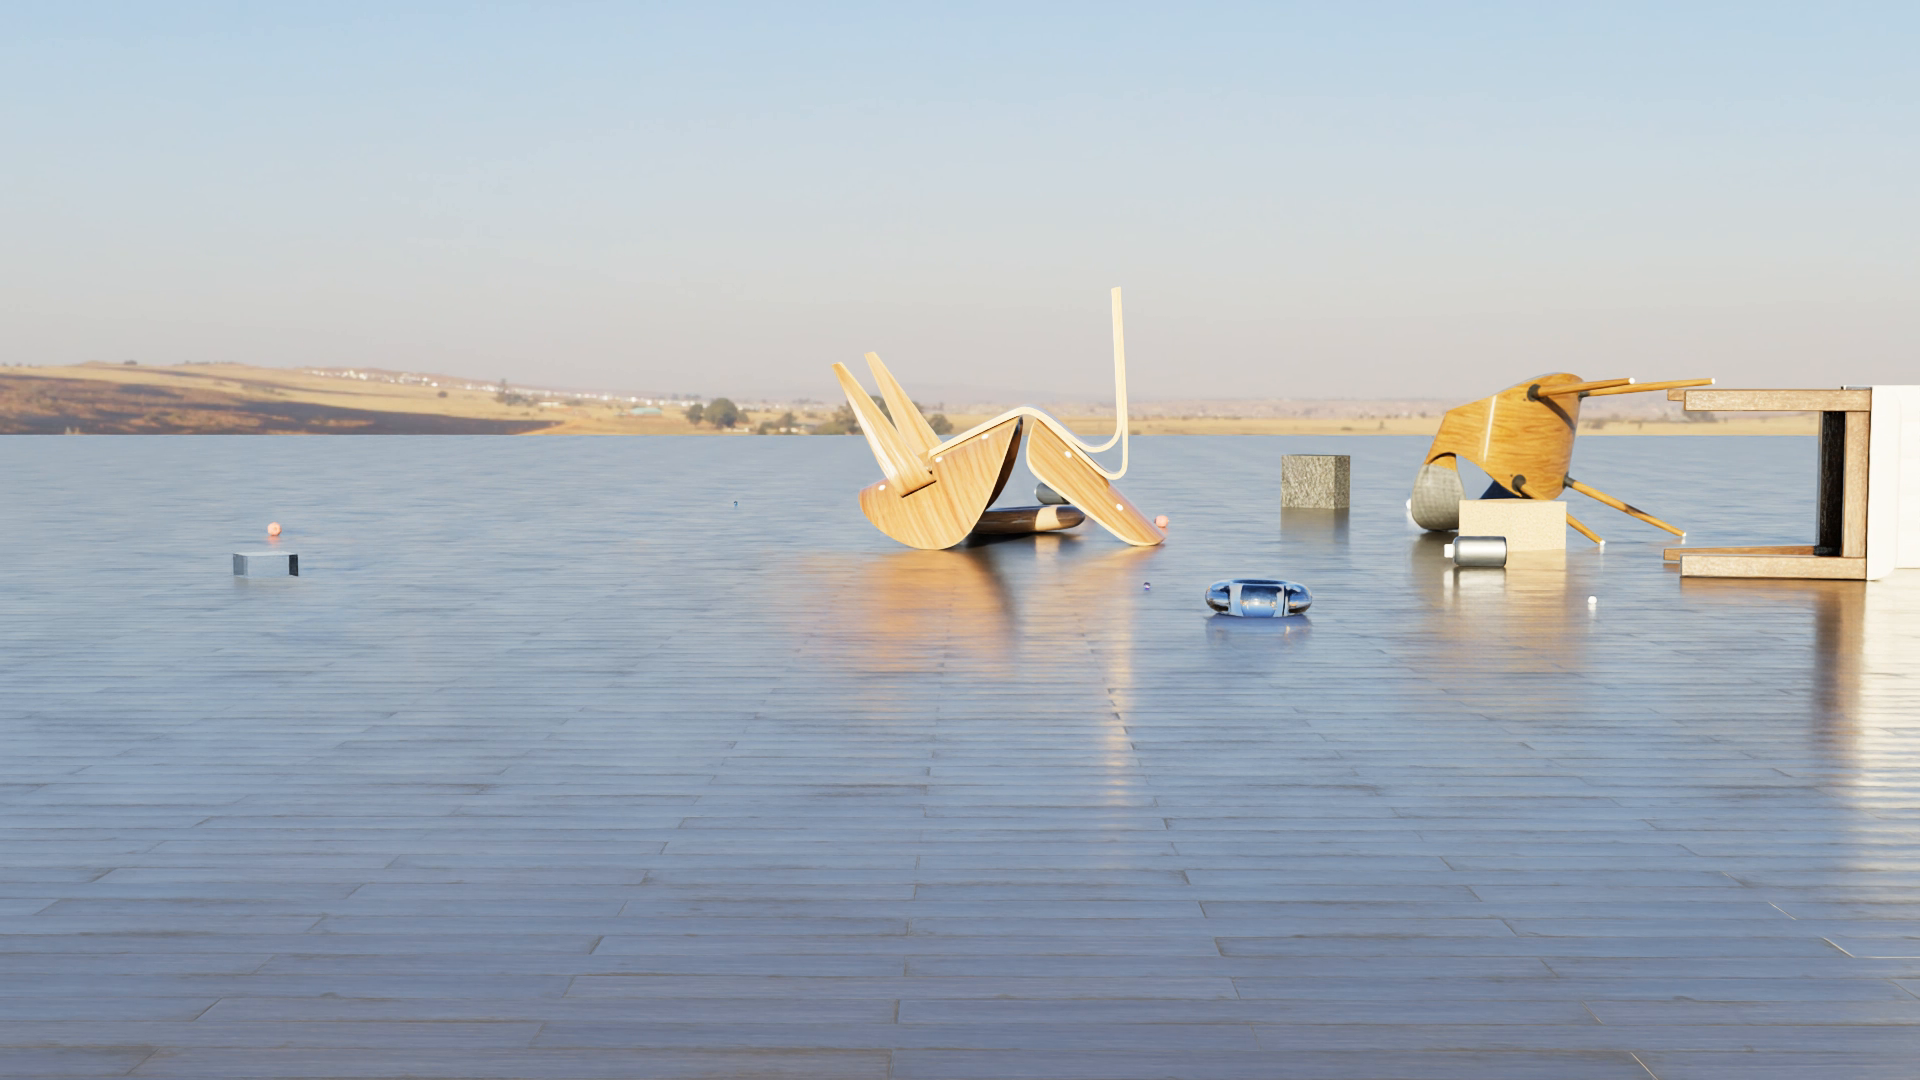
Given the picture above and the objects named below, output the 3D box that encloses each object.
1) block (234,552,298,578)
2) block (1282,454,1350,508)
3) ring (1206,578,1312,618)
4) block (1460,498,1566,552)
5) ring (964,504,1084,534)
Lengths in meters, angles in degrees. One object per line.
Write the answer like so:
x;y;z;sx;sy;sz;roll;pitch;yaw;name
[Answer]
-1.668;0.060;5.283;0.120;0.054;0.124;-3;5;-33;block
1.357;-0.225;8.390;0.220;0.197;0.142;3;5;34;block
0.598;0.115;4.403;0.213;0.064;0.225;2;3;13;ring
1.563;-0.044;6.223;0.211;0.132;0.203;-2;5;-32;block
0.204;-0.065;6.917;0.386;0.074;0.305;-4;3;-8;ring
